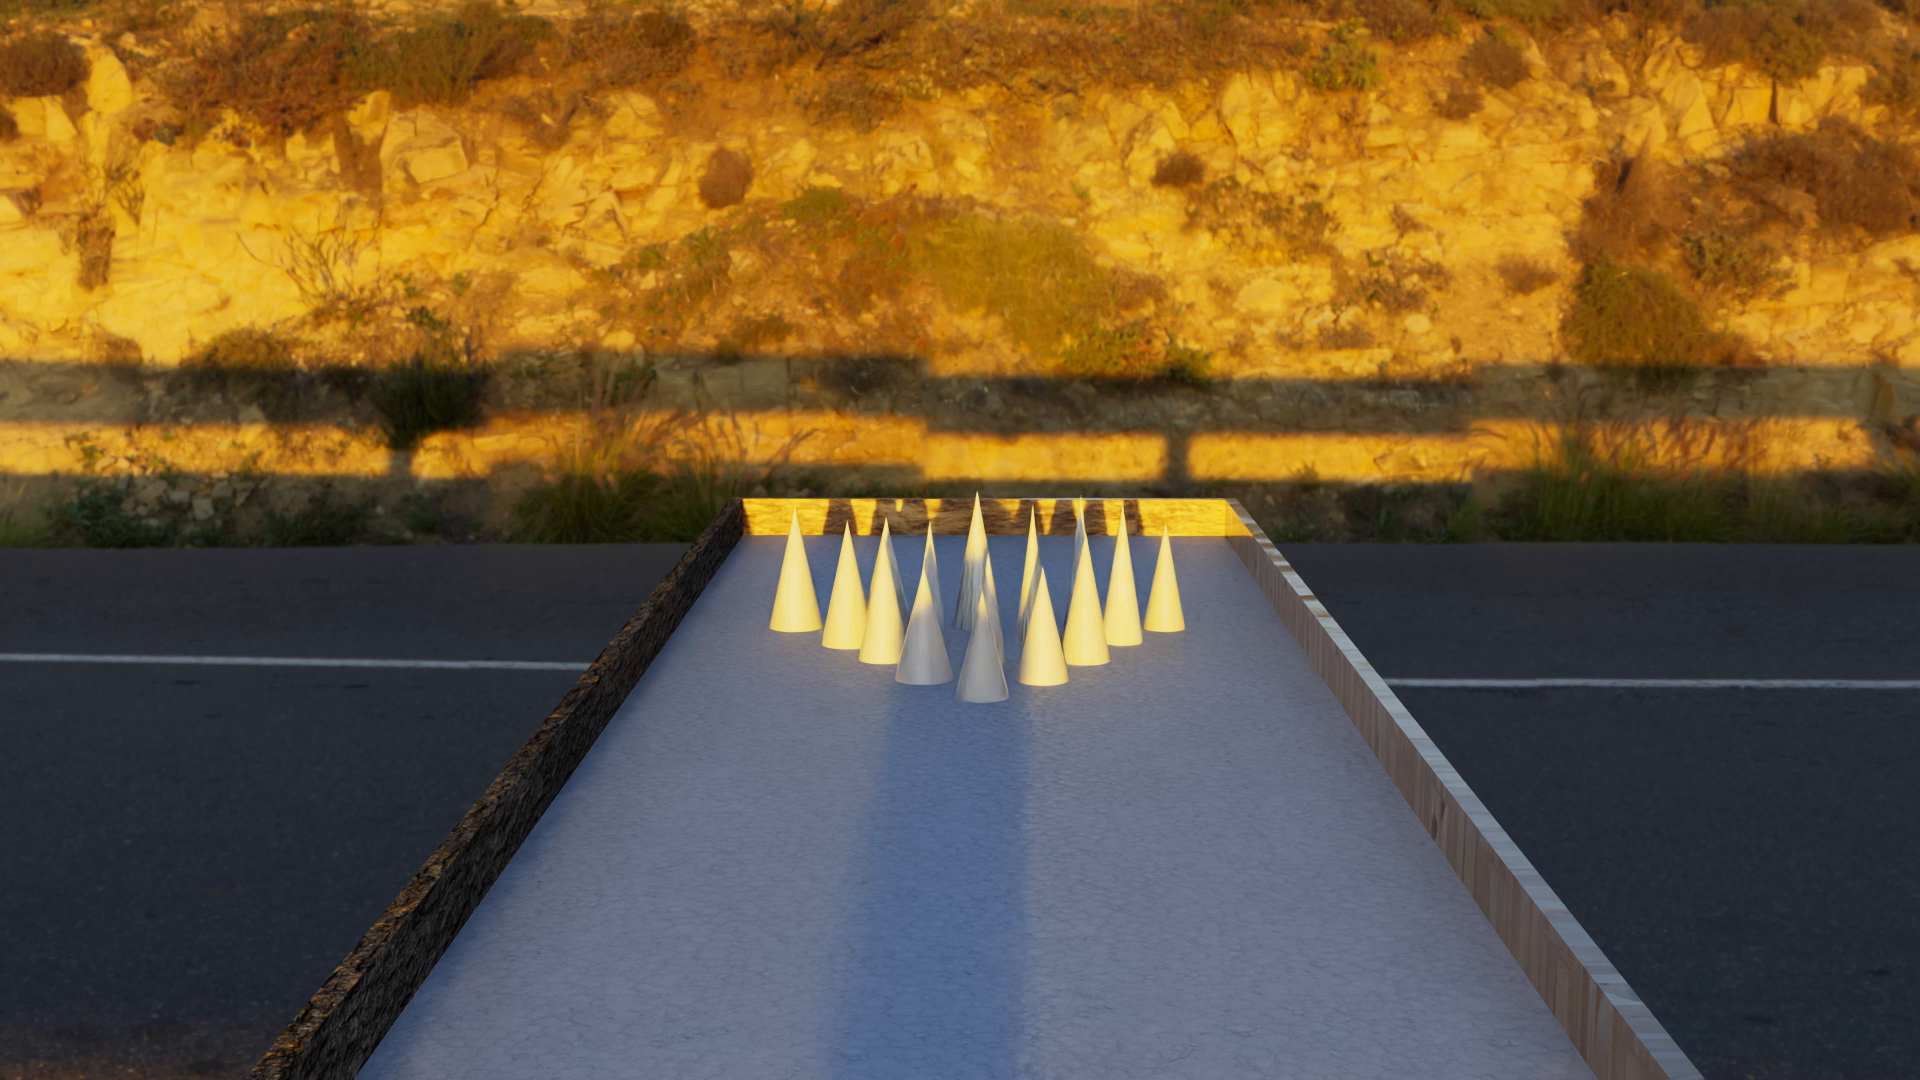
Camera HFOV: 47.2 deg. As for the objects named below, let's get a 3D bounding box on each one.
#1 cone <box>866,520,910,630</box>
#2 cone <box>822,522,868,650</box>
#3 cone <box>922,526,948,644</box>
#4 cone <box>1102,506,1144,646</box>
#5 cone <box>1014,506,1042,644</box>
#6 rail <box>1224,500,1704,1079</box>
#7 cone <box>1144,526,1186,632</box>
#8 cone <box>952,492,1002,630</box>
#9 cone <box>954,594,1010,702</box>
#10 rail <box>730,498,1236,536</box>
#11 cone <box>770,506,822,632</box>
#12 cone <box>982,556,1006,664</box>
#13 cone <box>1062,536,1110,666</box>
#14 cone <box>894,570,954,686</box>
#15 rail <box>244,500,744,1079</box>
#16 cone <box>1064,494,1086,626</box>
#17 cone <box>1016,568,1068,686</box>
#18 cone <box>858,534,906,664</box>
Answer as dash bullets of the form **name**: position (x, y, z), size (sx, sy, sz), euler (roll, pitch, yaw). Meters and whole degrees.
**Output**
- **cone**: position (-0.241, 0.105, 7.186), size (0.168, 0.364, 0.168), euler (0, 9, 0)
- **cone**: position (-0.353, 0.133, 6.912), size (0.169, 0.395, 0.169), euler (0, 9, 0)
- **cone**: position (-0.095, 0.129, 6.955), size (0.118, 0.388, 0.118), euler (0, 9, 0)
- **cone**: position (0.512, 0.105, 6.949), size (0.139, 0.437, 0.139), euler (0, 9, 0)
- **cone**: position (0.229, 0.105, 6.948), size (0.110, 0.438, 0.110), euler (0, 9, 0)
- **rail**: position (1.046, 0.843, 3.208), size (0.050, 0.150, 12.000), euler (0, 9, 1)
- **cone**: position (0.668, 0.114, 7.173), size (0.138, 0.350, 0.138), euler (0, 9, 0)
- **cone**: position (0.056, 0.060, 7.193), size (0.171, 0.449, 0.171), euler (0, 9, 0)
- **cone**: position (0.063, 0.292, 6.194), size (0.156, 0.303, 0.156), euler (0, 9, 0)
- **rail**: position (0.099, -0.098, 9.147), size (2.100, 0.150, 0.050), euler (0, 9, 1)
- **cone**: position (-0.537, 0.087, 7.185), size (0.176, 0.400, 0.176), euler (0, 9, 0)
- **cone**: position (0.086, 0.203, 6.659), size (0.112, 0.335, 0.112), euler (0, 9, 0)
- **cone**: position (0.380, 0.170, 6.671), size (0.157, 0.395, 0.157), euler (0, 9, 0)
- **cone**: position (-0.105, 0.242, 6.420), size (0.173, 0.333, 0.173), euler (0, 9, 0)
- **rail**: position (-1.004, 0.839, 3.234), size (0.050, 0.150, 12.000), euler (0, 9, 1)
- **cone**: position (0.394, 0.067, 7.197), size (0.106, 0.435, 0.106), euler (0, 9, 0)
- **cone**: position (0.241, 0.244, 6.406), size (0.156, 0.333, 0.156), euler (0, 9, 0)
- **cone**: position (-0.232, 0.169, 6.691), size (0.157, 0.391, 0.157), euler (0, 9, 0)
